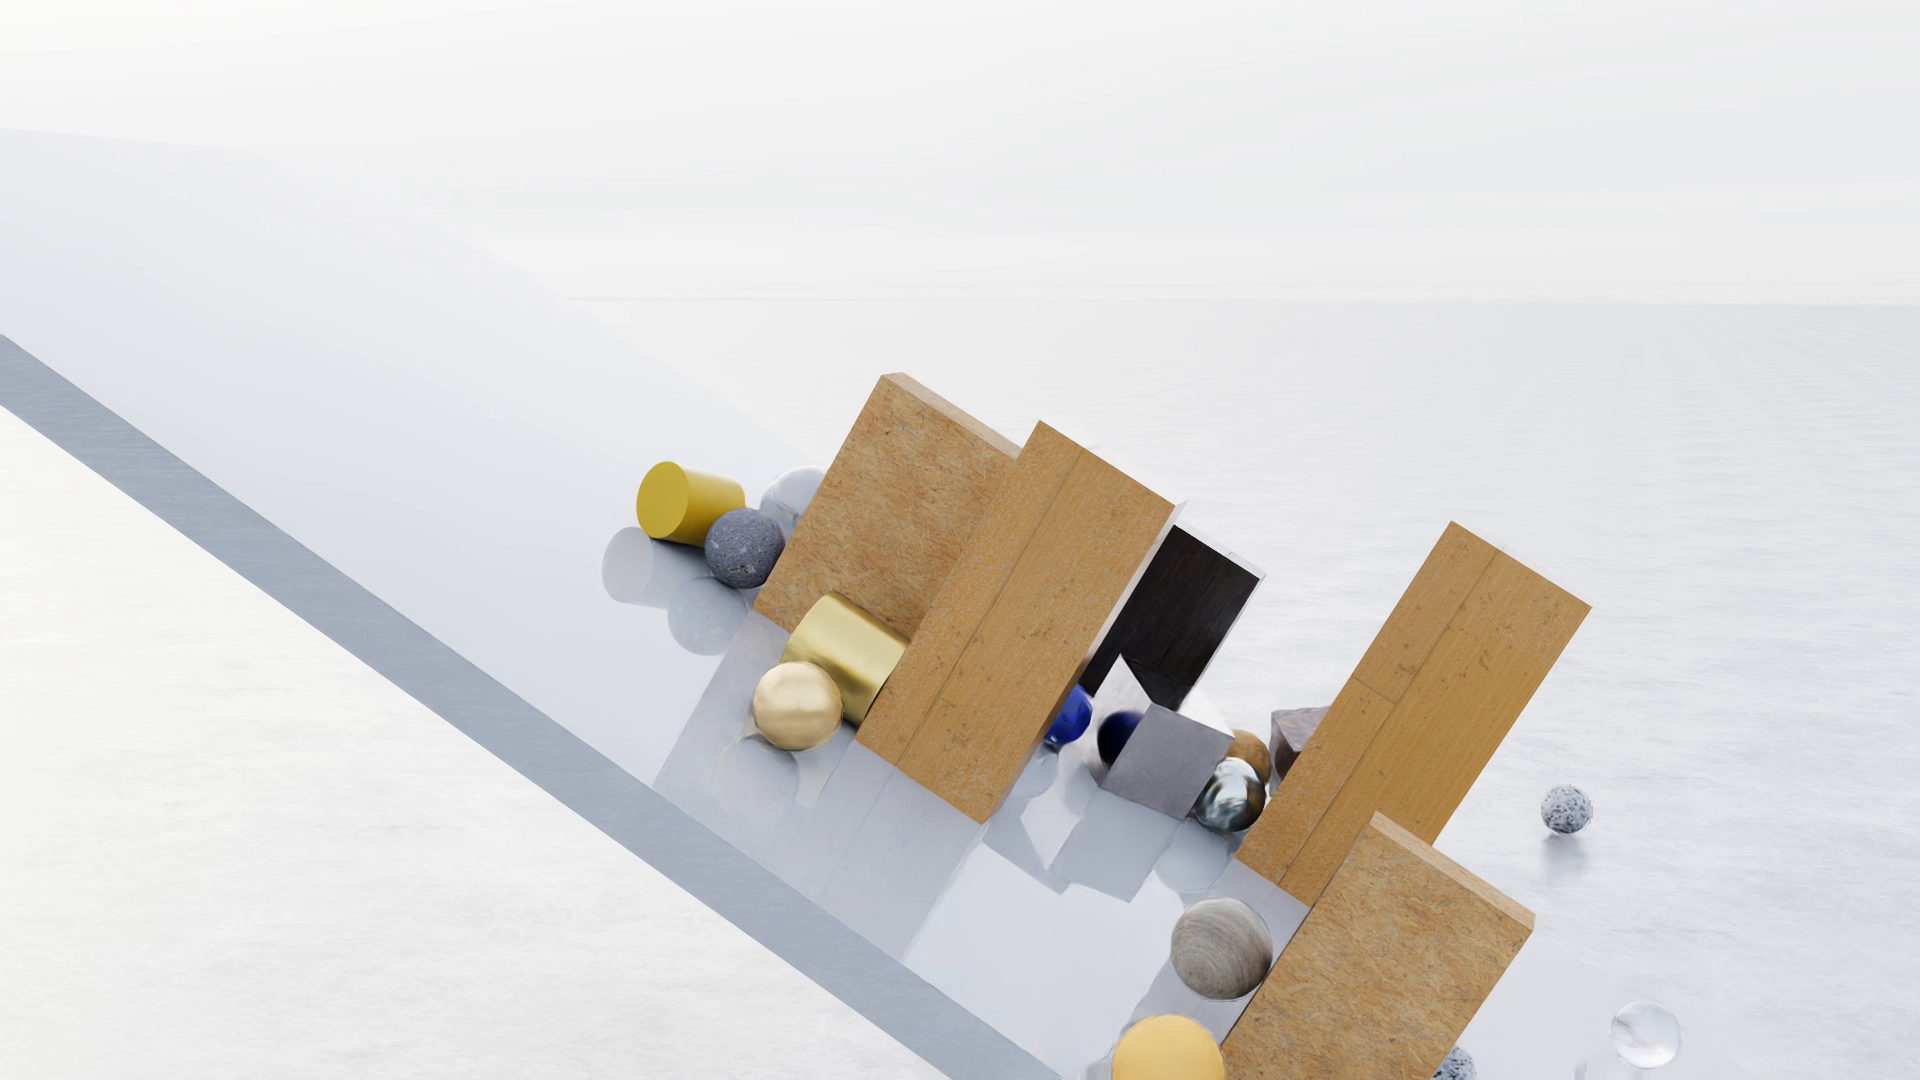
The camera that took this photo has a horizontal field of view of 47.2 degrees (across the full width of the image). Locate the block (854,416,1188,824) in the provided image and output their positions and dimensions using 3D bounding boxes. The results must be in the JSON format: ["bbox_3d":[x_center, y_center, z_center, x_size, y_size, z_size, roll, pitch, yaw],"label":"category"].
[{"bbox_3d":[0.099,0.135,3.684,0.264,0.638,0.108,33,15,11],"label":"block"}]

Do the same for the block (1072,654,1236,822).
[{"bbox_3d":[0.370,0.383,4.259,0.199,0.199,0.199,24,16,-23],"label":"block"}]

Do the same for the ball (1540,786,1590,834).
[{"bbox_3d":[2.005,0.895,7.285,0.160,0.160,0.160,0,7,0],"label":"ball"}]

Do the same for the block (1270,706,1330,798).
[{"bbox_3d":[0.741,0.464,4.425,0.194,0.194,0.194,-4,20,-5],"label":"block"}]

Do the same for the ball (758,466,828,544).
[{"bbox_3d":[-0.301,-0.049,4.391,0.201,0.201,0.201,0,7,0],"label":"ball"}]

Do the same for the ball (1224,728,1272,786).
[{"bbox_3d":[0.560,0.459,4.475,0.149,0.149,0.149,0,7,0],"label":"ball"}]

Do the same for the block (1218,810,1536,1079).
[{"bbox_3d":[0.595,0.667,3.218,0.269,0.464,0.087,33,15,11],"label":"block"}]

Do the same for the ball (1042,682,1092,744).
[{"bbox_3d":[0.190,0.328,4.228,0.130,0.130,0.130,0,7,0],"label":"ball"}]

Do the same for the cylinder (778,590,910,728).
[{"bbox_3d":[-0.191,0.207,3.798,0.178,0.178,0.178,33,15,11],"label":"cylinder"}]

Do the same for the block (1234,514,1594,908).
[{"bbox_3d":[0.848,0.357,4.136,0.294,0.768,0.114,33,15,11],"label":"block"}]

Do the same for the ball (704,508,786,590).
[{"bbox_3d":[-0.399,0.016,4.085,0.151,0.151,0.151,0,7,0],"label":"ball"}]

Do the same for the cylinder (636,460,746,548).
[{"bbox_3d":[-0.508,-0.065,4.153,0.146,0.146,0.146,6,-6,40],"label":"cylinder"}]

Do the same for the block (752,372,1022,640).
[{"bbox_3d":[-0.080,0.015,4.011,0.401,0.501,0.119,33,15,11],"label":"block"}]

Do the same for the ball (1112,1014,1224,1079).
[{"bbox_3d":[0.286,0.731,3.023,0.155,0.155,0.155,0,7,0],"label":"ball"}]

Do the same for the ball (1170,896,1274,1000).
[{"bbox_3d":[0.394,0.615,3.311,0.154,0.154,0.154,0,7,0],"label":"ball"}]

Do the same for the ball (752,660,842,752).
[{"bbox_3d":[-0.261,0.266,3.530,0.144,0.144,0.144,0,7,0],"label":"ball"}]

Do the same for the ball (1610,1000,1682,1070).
[{"bbox_3d":[1.347,0.971,4.320,0.134,0.134,0.134,0,7,0],"label":"ball"}]

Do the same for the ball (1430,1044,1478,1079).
[{"bbox_3d":[0.771,0.861,3.534,0.118,0.118,0.118,0,7,0],"label":"ball"}]

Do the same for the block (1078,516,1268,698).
[{"bbox_3d":[0.354,0.131,4.645,0.427,0.410,0.091,33,15,11],"label":"block"}]

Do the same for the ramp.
[{"bbox_3d":[-0.174,0.286,4.122,4.000,0.100,2.000,33,15,11],"label":"ramp"}]

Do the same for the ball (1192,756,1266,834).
[{"bbox_3d":[0.520,0.495,4.275,0.148,0.148,0.148,0,7,0],"label":"ball"}]
